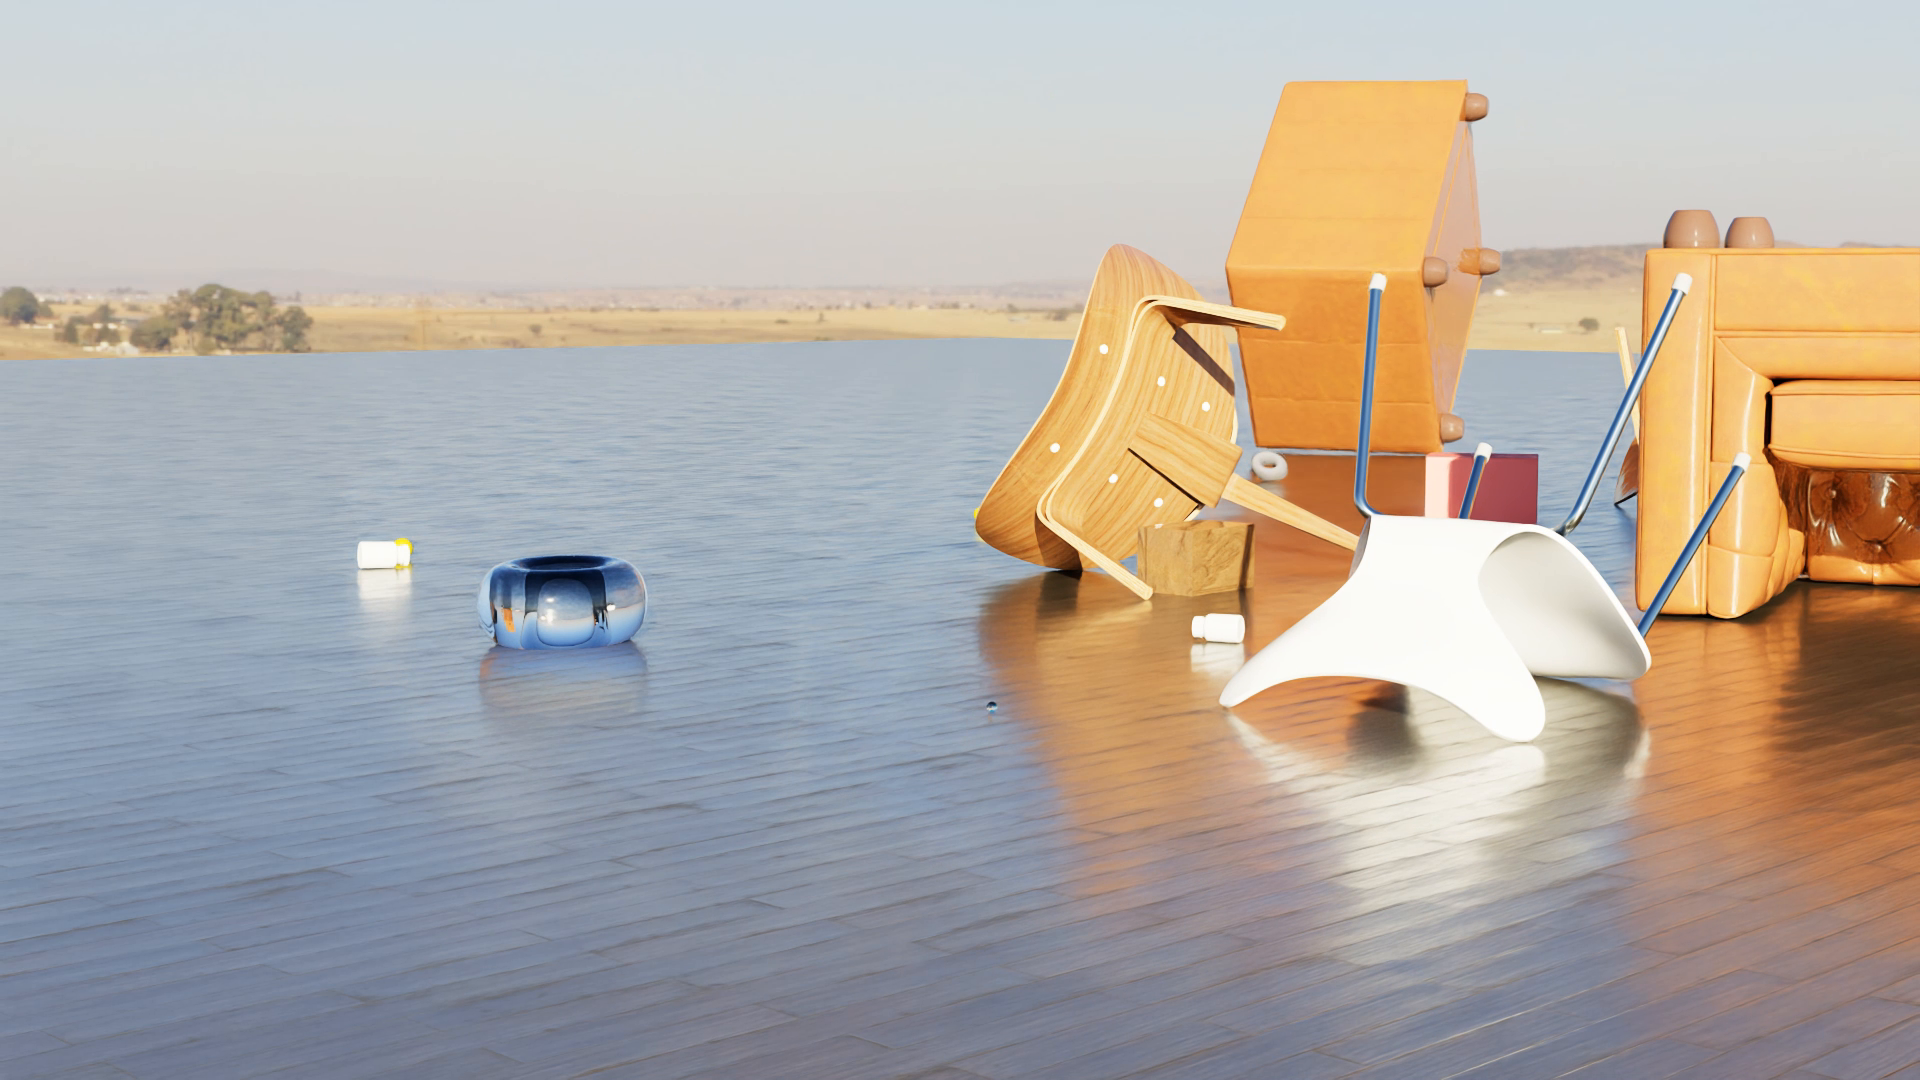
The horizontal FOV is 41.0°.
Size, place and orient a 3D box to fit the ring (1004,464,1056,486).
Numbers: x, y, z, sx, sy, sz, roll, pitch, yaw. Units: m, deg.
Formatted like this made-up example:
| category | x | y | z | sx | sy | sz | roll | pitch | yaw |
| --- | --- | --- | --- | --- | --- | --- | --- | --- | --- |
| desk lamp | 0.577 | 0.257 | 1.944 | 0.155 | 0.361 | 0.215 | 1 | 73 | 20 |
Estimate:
| category | x | y | z | sx | sy | sz | roll | pitch | yaw |
| --- | --- | --- | --- | --- | --- | --- | --- | --- | --- |
| ring | 0.221 | -0.204 | 8.105 | 0.170 | 0.059 | 0.126 | 2 | 7 | 27 |

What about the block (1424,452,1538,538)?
| category | x | y | z | sx | sy | sz | roll | pitch | yaw |
| --- | --- | --- | --- | --- | --- | --- | --- | --- | --- |
| block | 1.339 | -0.118 | 6.581 | 0.276 | 0.199 | 0.176 | 1 | 6 | 13 |

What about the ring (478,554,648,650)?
| category | x | y | z | sx | sy | sz | roll | pitch | yaw |
| --- | --- | --- | --- | --- | --- | --- | --- | --- | --- |
| ring | -0.717 | 0.112 | 4.634 | 0.314 | 0.145 | 0.280 | -6 | 10 | -39 |

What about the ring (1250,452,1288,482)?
| category | x | y | z | sx | sy | sz | roll | pitch | yaw |
| --- | --- | --- | --- | --- | --- | --- | --- | --- | --- |
| ring | 0.994 | -0.235 | 8.245 | 0.124 | 0.059 | 0.098 | 24 | 61 | 24 |

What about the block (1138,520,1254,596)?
| category | x | y | z | sx | sy | sz | roll | pitch | yaw |
| --- | --- | --- | --- | --- | --- | --- | --- | --- | --- |
| block | 0.498 | 0.036 | 5.406 | 0.143 | 0.135 | 0.218 | 5 | 8 | 42 |
